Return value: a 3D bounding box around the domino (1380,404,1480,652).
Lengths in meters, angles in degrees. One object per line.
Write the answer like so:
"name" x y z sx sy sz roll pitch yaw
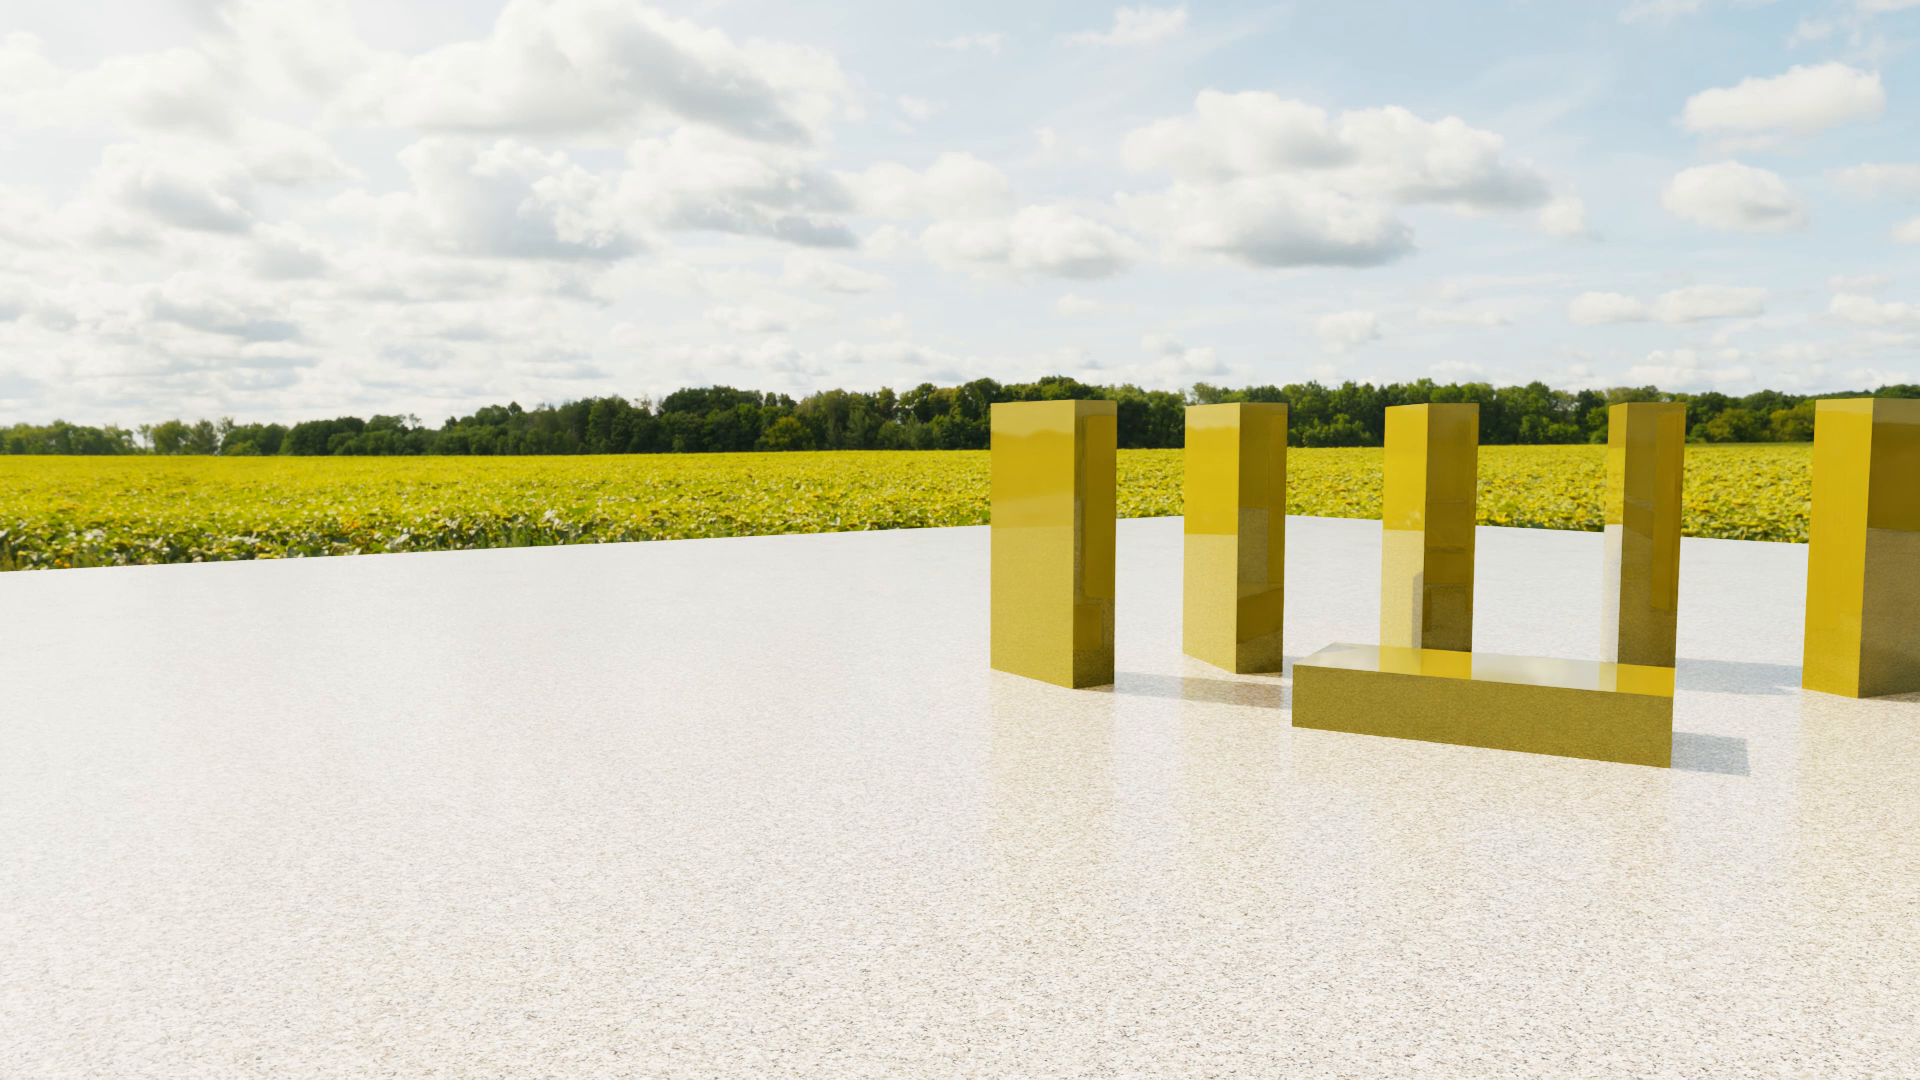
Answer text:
"domino" 0.092 -0.001 0.252 0.009 0.050 0.025 0 4 1

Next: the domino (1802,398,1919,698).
"domino" 0.160 0.001 0.222 0.025 0.050 0.010 -2 5 -22

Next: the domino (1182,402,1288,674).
"domino" 0.053 -0.001 0.249 0.009 0.050 0.025 -1 4 -13

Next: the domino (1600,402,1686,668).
"domino" 0.130 -0.001 0.246 0.009 0.050 0.025 2 5 20

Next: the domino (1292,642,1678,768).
"domino" 0.078 0.024 0.191 0.050 0.009 0.025 2 5 30

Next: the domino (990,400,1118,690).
"domino" 0.017 0.000 0.234 0.010 0.050 0.025 -3 5 -33
